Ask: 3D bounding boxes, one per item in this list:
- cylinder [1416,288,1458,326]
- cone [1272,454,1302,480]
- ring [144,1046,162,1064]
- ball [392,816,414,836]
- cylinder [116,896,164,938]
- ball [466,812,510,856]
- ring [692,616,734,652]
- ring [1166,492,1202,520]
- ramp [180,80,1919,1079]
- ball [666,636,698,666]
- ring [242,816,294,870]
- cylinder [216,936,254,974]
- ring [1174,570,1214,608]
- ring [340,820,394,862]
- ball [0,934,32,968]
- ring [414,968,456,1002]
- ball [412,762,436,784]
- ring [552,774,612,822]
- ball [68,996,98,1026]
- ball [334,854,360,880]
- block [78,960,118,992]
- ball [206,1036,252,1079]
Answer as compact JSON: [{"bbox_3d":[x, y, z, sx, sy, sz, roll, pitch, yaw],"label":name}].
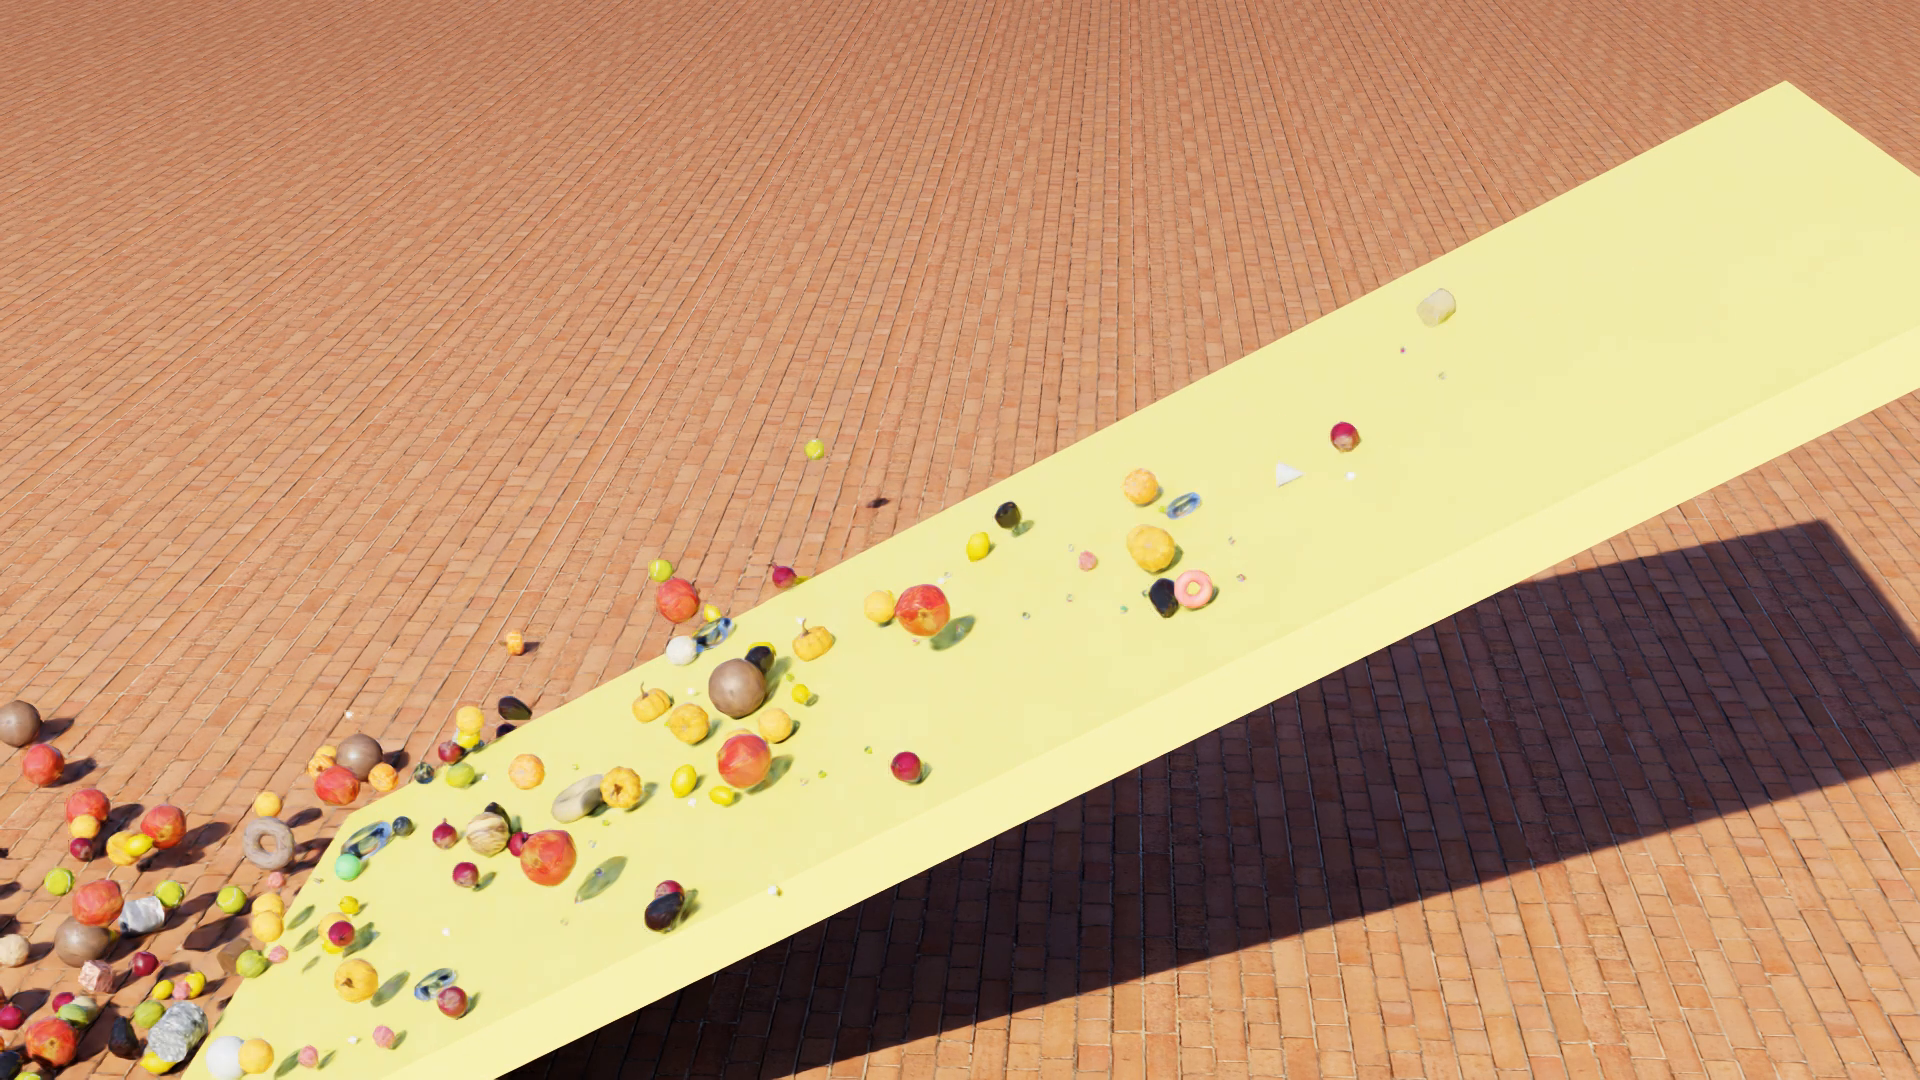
[{"bbox_3d":[1.053,-0.513,6.491,0.063,0.063,0.063,-36,35,-29],"label":"cylinder"},{"bbox_3d":[0.678,-0.135,6.006,0.059,0.059,0.059,36,29,14],"label":"cone"},{"bbox_3d":[-1.757,1.115,6.503,0.107,0.036,0.107,-30,15,9],"label":"ring"},{"bbox_3d":[-1.346,0.692,7.102,0.050,0.050,0.050,0,18,0],"label":"ball"},{"bbox_3d":[-1.982,0.913,7.116,0.087,0.087,0.087,-12,21,-32],"label":"cylinder"},{"bbox_3d":[-1.053,0.655,6.551,0.097,0.097,0.097,0,18,0],"label":"ball"},{"bbox_3d":[-0.611,0.233,7.256,0.119,0.040,0.119,-31,16,10],"label":"ring"},{"bbox_3d":[0.471,-0.072,6.197,0.083,0.028,0.083,-29,15,8],"label":"ring"},{"bbox_3d":[0.141,0.167,6.282,4.000,0.100,2.000,-27,14,11],"label":"ramp"},{"bbox_3d":[-0.679,0.272,7.183,0.076,0.076,0.076,0,18,0],"label":"ball"},{"bbox_3d":[-1.739,0.764,7.399,0.141,0.141,0.047,4,11,12],"label":"ring"},{"bbox_3d":[-1.667,0.955,6.766,0.060,0.060,0.060,9,35,25],"label":"cylinder"},{"bbox_3d":[0.441,0.092,5.558,0.075,0.075,0.025,-2,11,-8],"label":"ring"},{"bbox_3d":[-1.443,0.735,7.152,0.144,0.048,0.144,-28,15,8],"label":"ring"},{"bbox_3d":[-2.237,0.970,6.951,0.079,0.079,0.079,0,18,0],"label":"ball"},{"bbox_3d":[-1.049,0.888,5.874,0.092,0.031,0.092,-27,14,7],"label":"ring"},{"bbox_3d":[-1.360,0.593,7.461,0.055,0.055,0.055,0,18,0],"label":"ball"},{"bbox_3d":[-0.838,0.572,6.512,0.148,0.049,0.148,-29,15,9],"label":"ring"},{"bbox_3d":[-1.987,1.067,6.664,0.068,0.068,0.068,0,18,0],"label":"ball"},{"bbox_3d":[-1.457,0.778,6.992,0.063,0.063,0.063,0,18,0],"label":"ball"},{"bbox_3d":[-1.992,1.007,6.792,0.054,0.054,0.054,23,3,30],"label":"block"},{"bbox_3d":[-1.500,1.062,6.031,0.093,0.093,0.093,0,18,0],"label":"ball"}]
